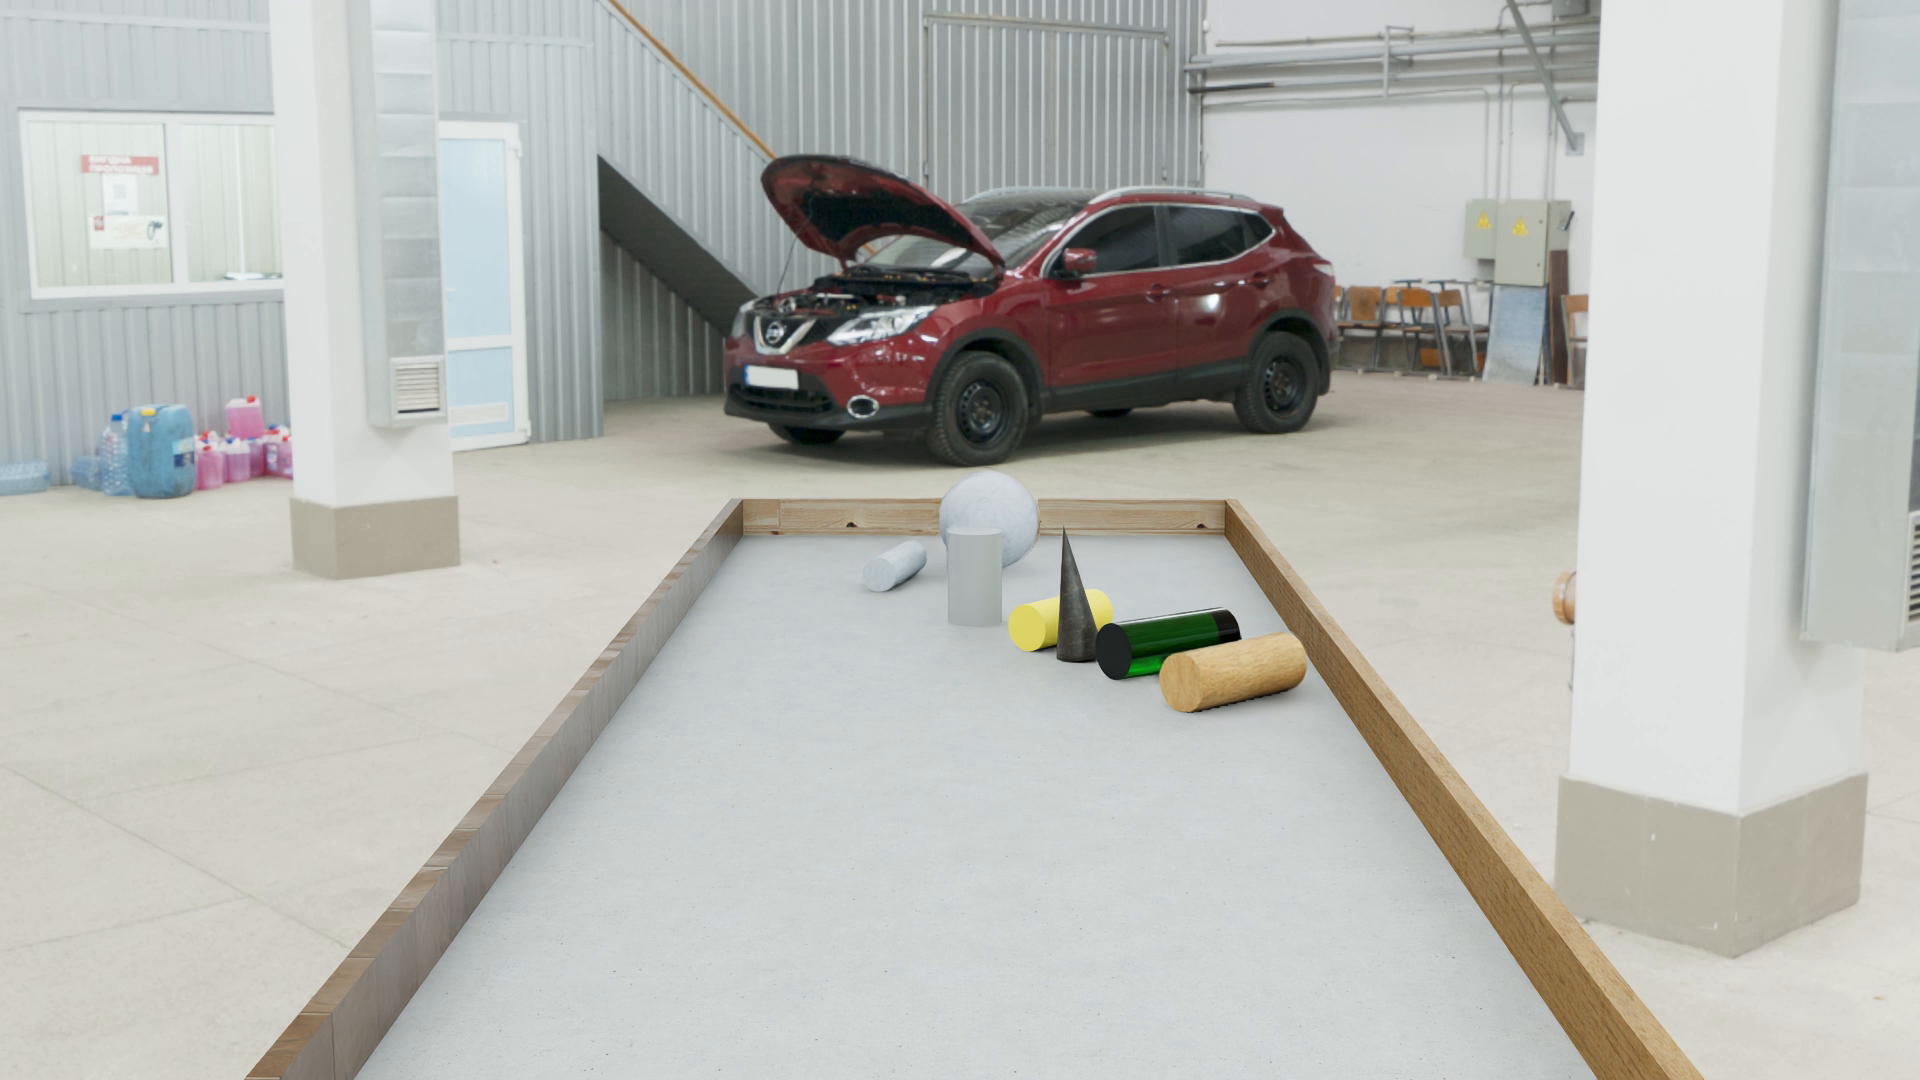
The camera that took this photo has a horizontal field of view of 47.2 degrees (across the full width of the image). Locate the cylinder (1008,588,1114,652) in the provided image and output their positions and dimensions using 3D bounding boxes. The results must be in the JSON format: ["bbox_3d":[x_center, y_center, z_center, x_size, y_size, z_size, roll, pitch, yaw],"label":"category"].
[{"bbox_3d":[0.321,0.251,6.957,0.146,0.146,0.357,7,12,39],"label":"cylinder"}]

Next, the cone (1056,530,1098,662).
[{"bbox_3d":[0.341,0.152,6.691,0.149,0.409,0.149,-8,9,1],"label":"cone"}]

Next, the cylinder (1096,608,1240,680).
[{"bbox_3d":[0.620,0.306,6.539,0.425,0.168,0.168,-6,11,-35],"label":"cylinder"}]

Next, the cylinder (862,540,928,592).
[{"bbox_3d":[-0.235,0.093,8.027,0.124,0.124,0.407,2,9,15],"label":"cylinder"}]

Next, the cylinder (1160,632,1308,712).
[{"bbox_3d":[0.769,0.368,6.165,0.437,0.164,0.164,-8,12,-41],"label":"cylinder"}]

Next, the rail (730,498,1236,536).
[{"bbox_3d":[0.099,-0.098,9.147,2.100,0.150,0.050,0,9,1],"label":"rail"}]

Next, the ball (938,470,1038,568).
[{"bbox_3d":[0.108,-0.076,8.283,0.377,0.377,0.377,0,9,0],"label":"ball"}]

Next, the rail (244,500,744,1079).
[{"bbox_3d":[-1.004,0.839,3.234,0.050,0.150,12.000,0,9,1],"label":"rail"}]

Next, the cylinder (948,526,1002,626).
[{"bbox_3d":[0.049,0.120,7.286,0.180,0.303,0.180,0,9,0],"label":"cylinder"}]

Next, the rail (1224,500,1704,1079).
[{"bbox_3d":[1.046,0.843,3.208,0.050,0.150,12.000,0,9,1],"label":"rail"}]
